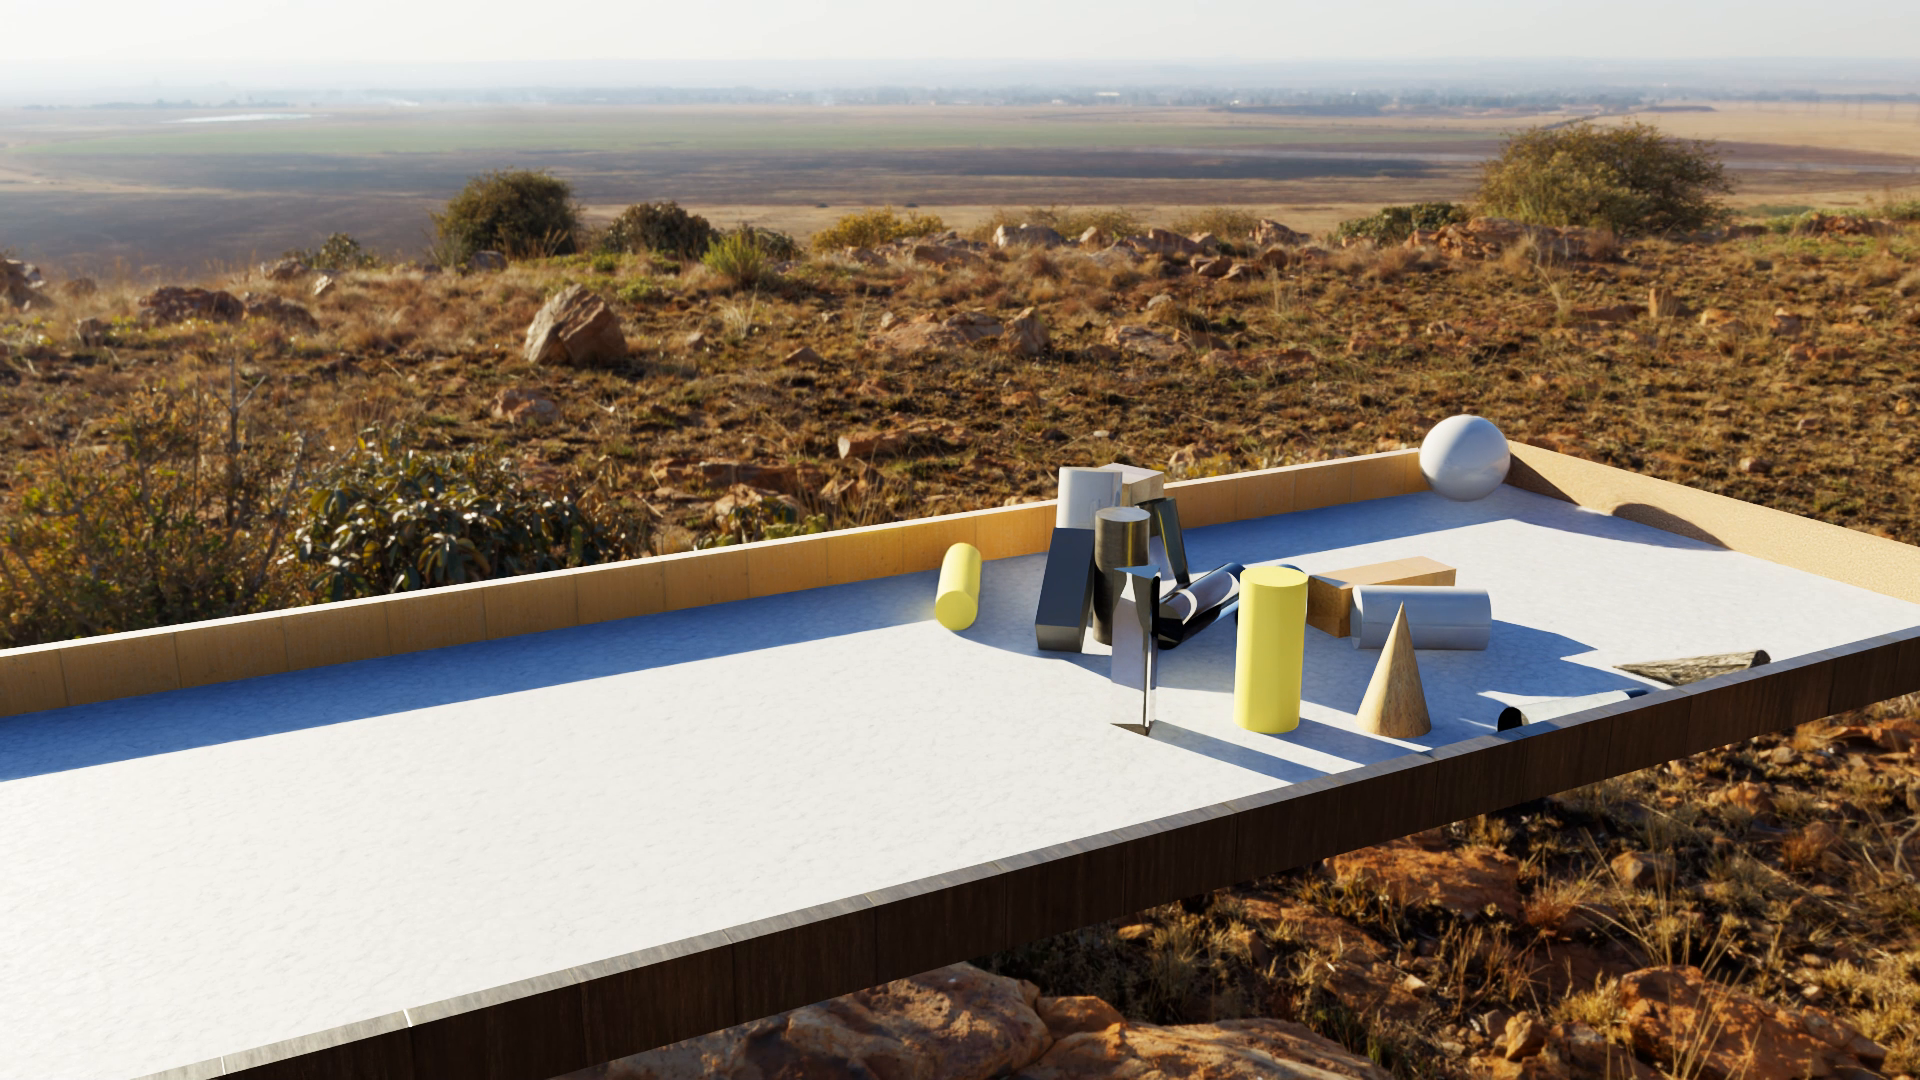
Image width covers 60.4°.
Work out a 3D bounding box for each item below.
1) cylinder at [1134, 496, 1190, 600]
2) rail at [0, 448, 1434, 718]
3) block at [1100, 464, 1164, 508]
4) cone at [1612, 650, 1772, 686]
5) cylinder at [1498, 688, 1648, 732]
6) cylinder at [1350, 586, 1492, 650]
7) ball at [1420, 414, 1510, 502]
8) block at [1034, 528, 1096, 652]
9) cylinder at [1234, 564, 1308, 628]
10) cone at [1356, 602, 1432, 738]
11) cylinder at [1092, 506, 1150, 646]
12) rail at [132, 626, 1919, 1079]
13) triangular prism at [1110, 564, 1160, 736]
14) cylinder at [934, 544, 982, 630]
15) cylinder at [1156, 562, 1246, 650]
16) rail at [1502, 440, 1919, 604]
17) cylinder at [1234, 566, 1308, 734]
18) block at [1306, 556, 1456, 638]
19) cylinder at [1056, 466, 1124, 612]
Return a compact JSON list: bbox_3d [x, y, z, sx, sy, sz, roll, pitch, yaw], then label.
[{"bbox_3d":[0.577,0.038,4.657,0.116,0.301,0.116,-12,6,1],"label":"cylinder"},{"bbox_3d":[-3.305,0.497,3.399,12.000,0.150,0.050,-9,18,-27],"label":"rail"},{"bbox_3d":[0.468,-0.028,4.840,0.180,0.345,0.180,13,21,38],"label":"block"},{"bbox_3d":[1.799,0.331,4.106,0.142,0.142,0.381,-14,11,-40],"label":"cone"},{"bbox_3d":[1.392,0.417,3.712,0.341,0.127,0.127,-6,17,-19],"label":"cylinder"},{"bbox_3d":[1.213,0.206,4.356,0.331,0.169,0.169,1,16,2],"label":"cylinder"},{"bbox_3d":[1.774,-0.288,5.794,0.305,0.305,0.305,0,16,0],"label":"ball"},{"bbox_3d":[0.288,0.131,4.408,0.115,0.115,0.326,4,52,13],"label":"block"},{"bbox_3d":[0.860,0.173,4.517,0.139,0.139,0.303,7,18,23],"label":"cylinder"},{"bbox_3d":[1.020,0.287,3.841,0.174,0.304,0.174,0,16,0],"label":"cone"},{"bbox_3d":[0.431,0.097,4.408,0.145,0.346,0.145,0,17,0],"label":"cylinder"},{"bbox_3d":[-2.336,1.006,1.665,12.000,0.150,0.050,-9,18,-27],"label":"rail"},{"bbox_3d":[0.426,0.250,3.826,0.097,0.382,0.112,-16,23,-43],"label":"triangular prism"},{"bbox_3d":[-0.002,0.128,4.713,0.116,0.116,0.453,1,16,2],"label":"cylinder"},{"bbox_3d":[0.657,0.178,4.523,0.129,0.129,0.435,11,20,33],"label":"cylinder"},{"bbox_3d":[2.466,-0.048,5.253,0.050,0.150,2.100,-9,18,-27],"label":"rail"},{"bbox_3d":[0.723,0.256,3.849,0.153,0.359,0.153,0,16,0],"label":"cylinder"},{"bbox_3d":[1.170,0.155,4.581,0.405,0.139,0.139,-8,18,-26],"label":"block"},{"bbox_3d":[0.356,-0.004,4.631,0.178,0.389,0.178,3,6,0],"label":"cylinder"}]
